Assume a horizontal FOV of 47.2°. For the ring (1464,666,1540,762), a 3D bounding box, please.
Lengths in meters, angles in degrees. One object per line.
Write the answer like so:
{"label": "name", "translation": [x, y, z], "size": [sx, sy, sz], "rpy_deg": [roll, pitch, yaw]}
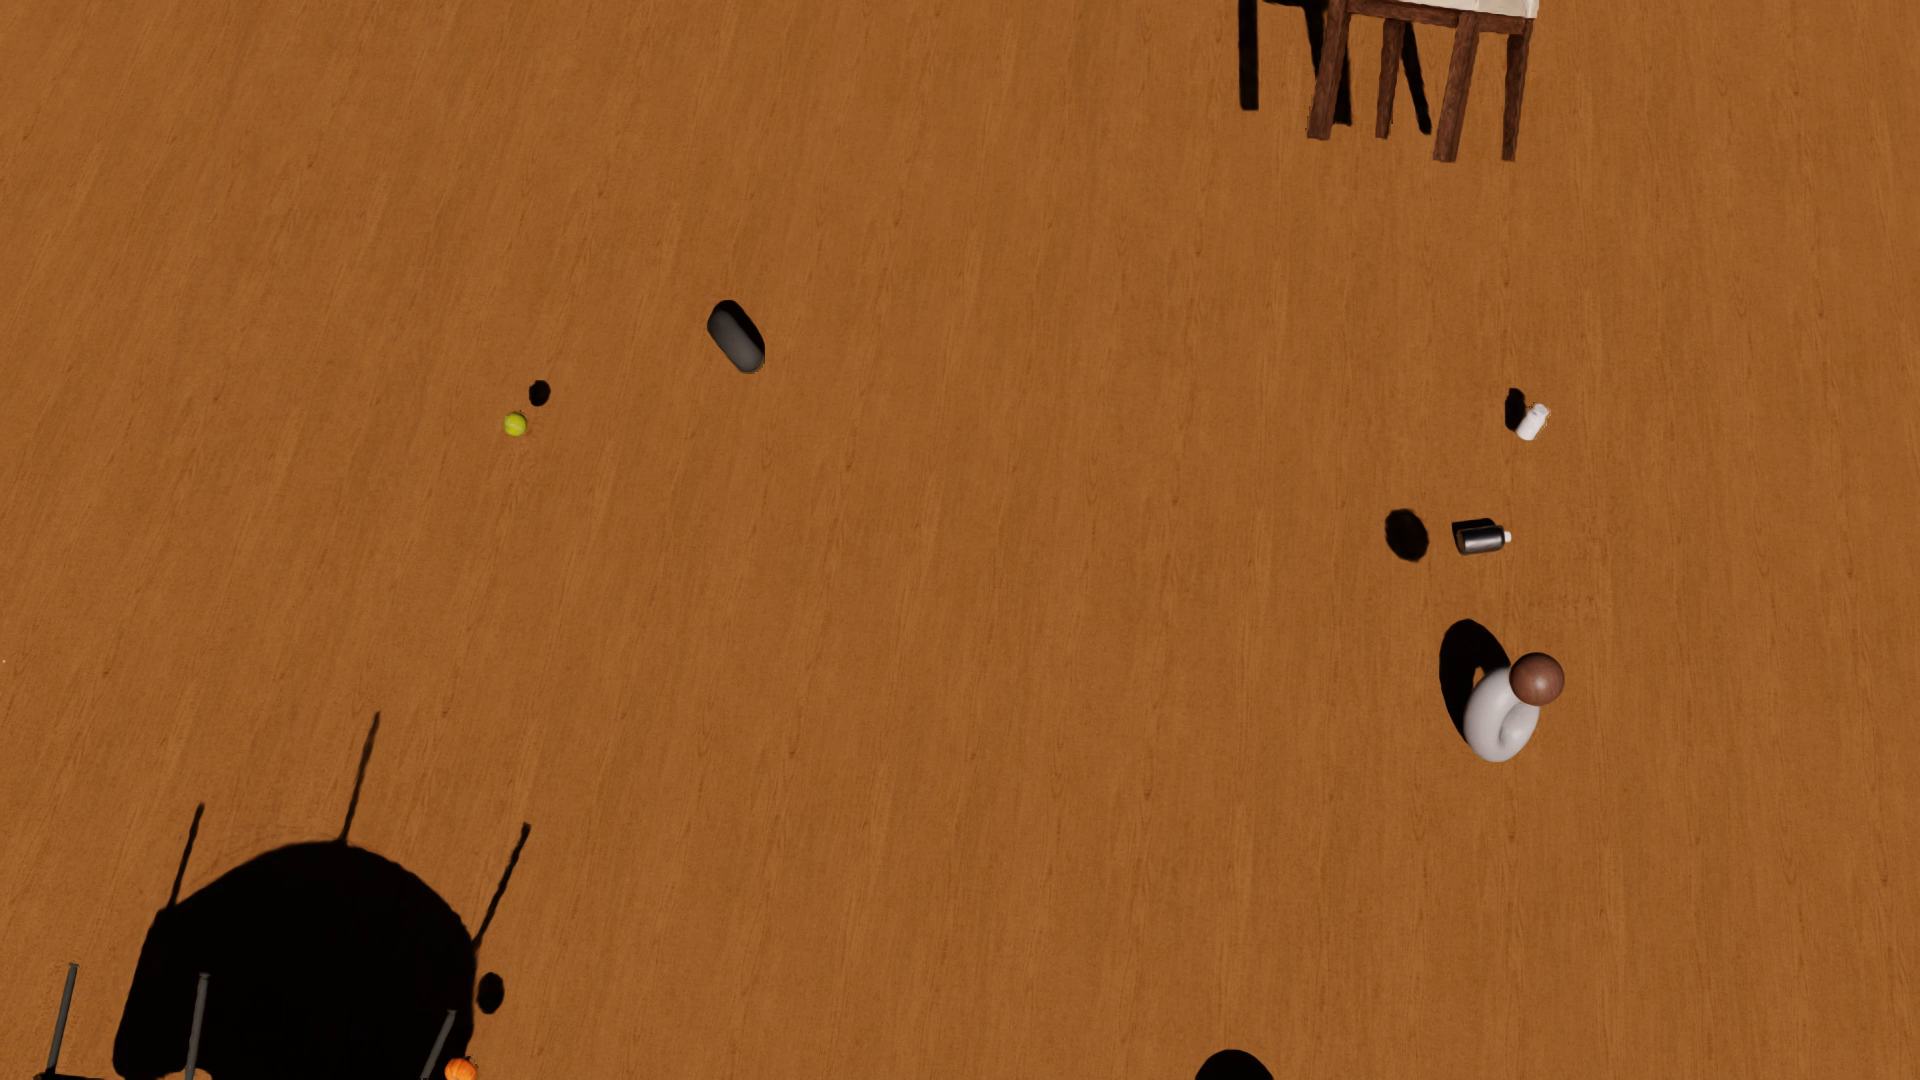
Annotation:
{"label": "ring", "translation": [1.494, 0.481, 6.065], "size": [0.227, 0.321, 0.119], "rpy_deg": [-26, 45, -21]}

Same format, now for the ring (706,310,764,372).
{"label": "ring", "translation": [-0.704, -0.623, 6.878], "size": [0.092, 0.187, 0.266], "rpy_deg": [-40, 46, 2]}
